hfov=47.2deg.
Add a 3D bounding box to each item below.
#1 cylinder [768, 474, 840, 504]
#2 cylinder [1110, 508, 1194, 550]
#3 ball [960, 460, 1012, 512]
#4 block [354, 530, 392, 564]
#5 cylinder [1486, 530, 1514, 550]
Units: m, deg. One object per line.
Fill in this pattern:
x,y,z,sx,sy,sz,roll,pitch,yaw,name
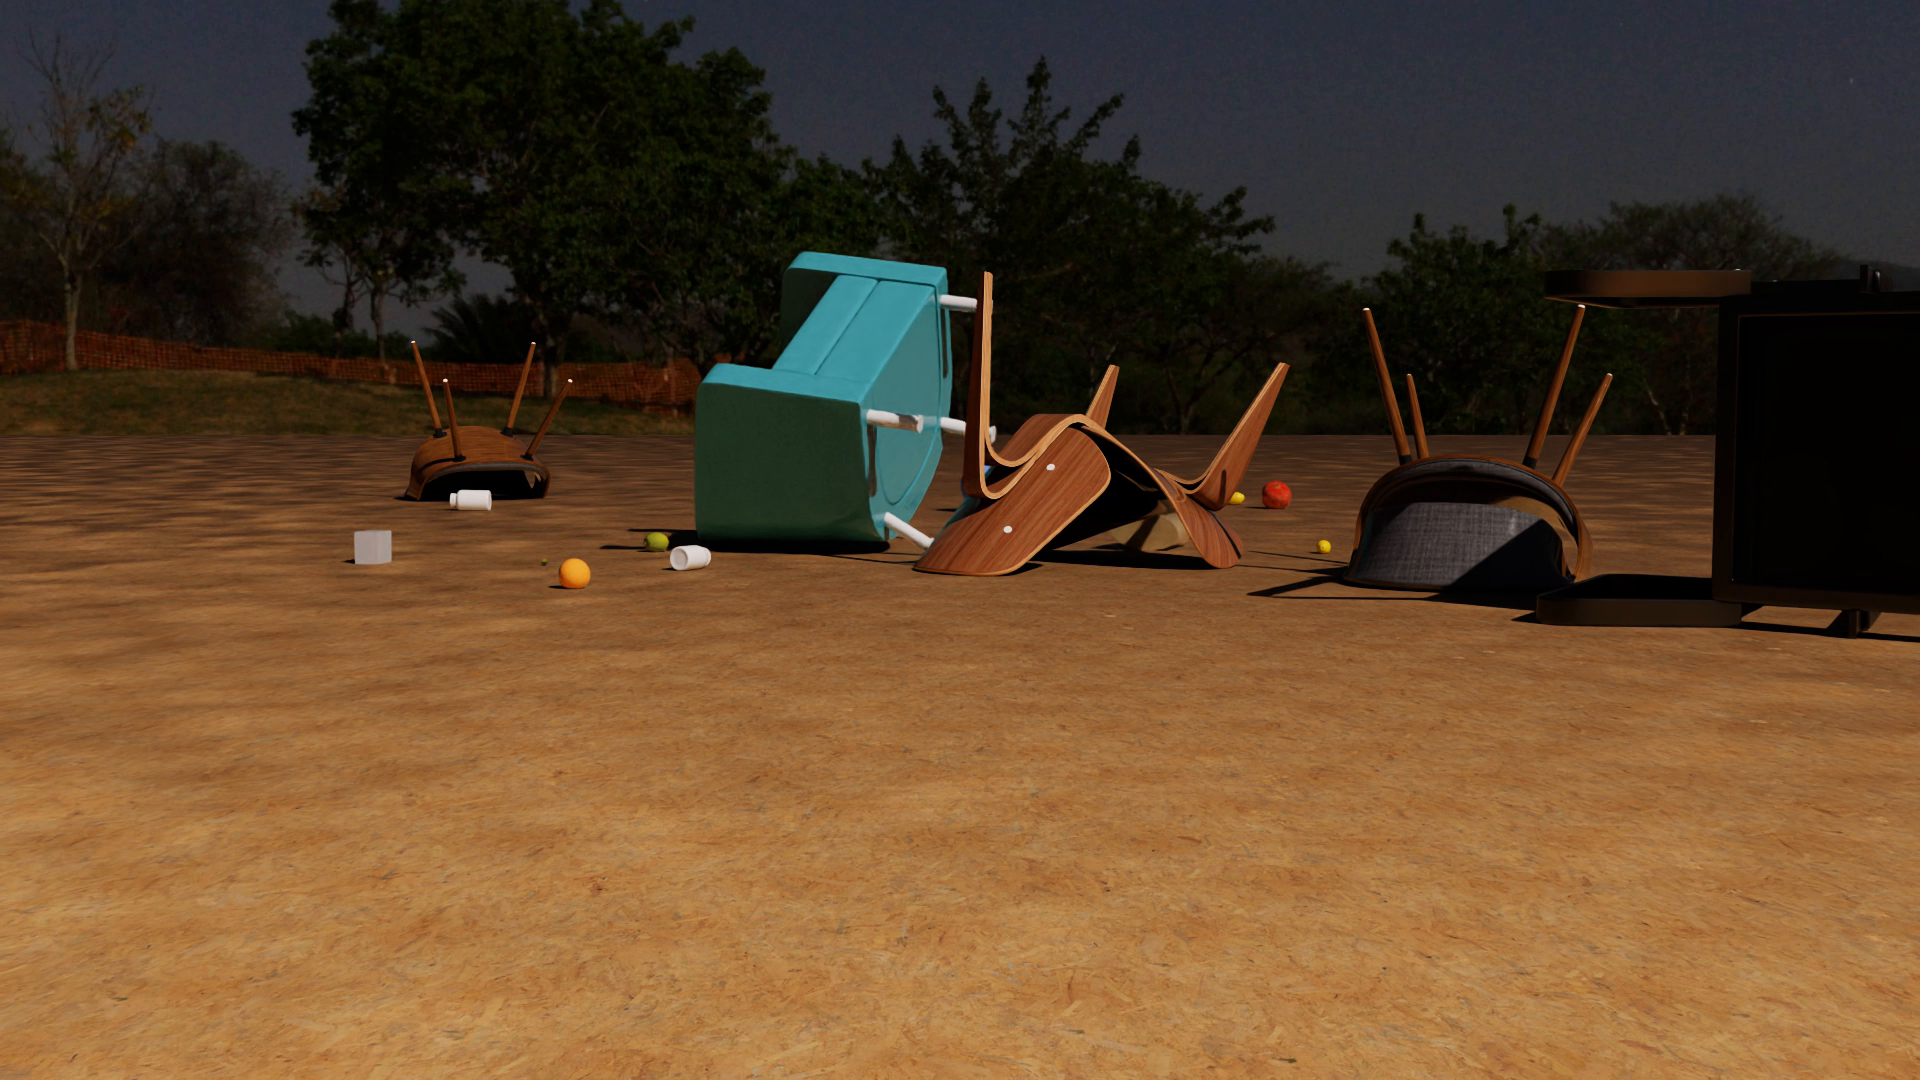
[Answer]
-0.614,-0.201,8.638,0.256,0.116,0.113,-2,30,-22,cylinder
0.543,-0.030,6.197,0.194,0.107,0.193,7,6,19,cylinder
0.097,-0.199,8.045,0.192,0.192,0.192,0,4,0,ball
-1.518,0.018,5.689,0.062,0.082,0.085,1,4,10,block
1.510,0.001,6.151,0.061,0.051,0.080,-3,5,-36,cylinder
